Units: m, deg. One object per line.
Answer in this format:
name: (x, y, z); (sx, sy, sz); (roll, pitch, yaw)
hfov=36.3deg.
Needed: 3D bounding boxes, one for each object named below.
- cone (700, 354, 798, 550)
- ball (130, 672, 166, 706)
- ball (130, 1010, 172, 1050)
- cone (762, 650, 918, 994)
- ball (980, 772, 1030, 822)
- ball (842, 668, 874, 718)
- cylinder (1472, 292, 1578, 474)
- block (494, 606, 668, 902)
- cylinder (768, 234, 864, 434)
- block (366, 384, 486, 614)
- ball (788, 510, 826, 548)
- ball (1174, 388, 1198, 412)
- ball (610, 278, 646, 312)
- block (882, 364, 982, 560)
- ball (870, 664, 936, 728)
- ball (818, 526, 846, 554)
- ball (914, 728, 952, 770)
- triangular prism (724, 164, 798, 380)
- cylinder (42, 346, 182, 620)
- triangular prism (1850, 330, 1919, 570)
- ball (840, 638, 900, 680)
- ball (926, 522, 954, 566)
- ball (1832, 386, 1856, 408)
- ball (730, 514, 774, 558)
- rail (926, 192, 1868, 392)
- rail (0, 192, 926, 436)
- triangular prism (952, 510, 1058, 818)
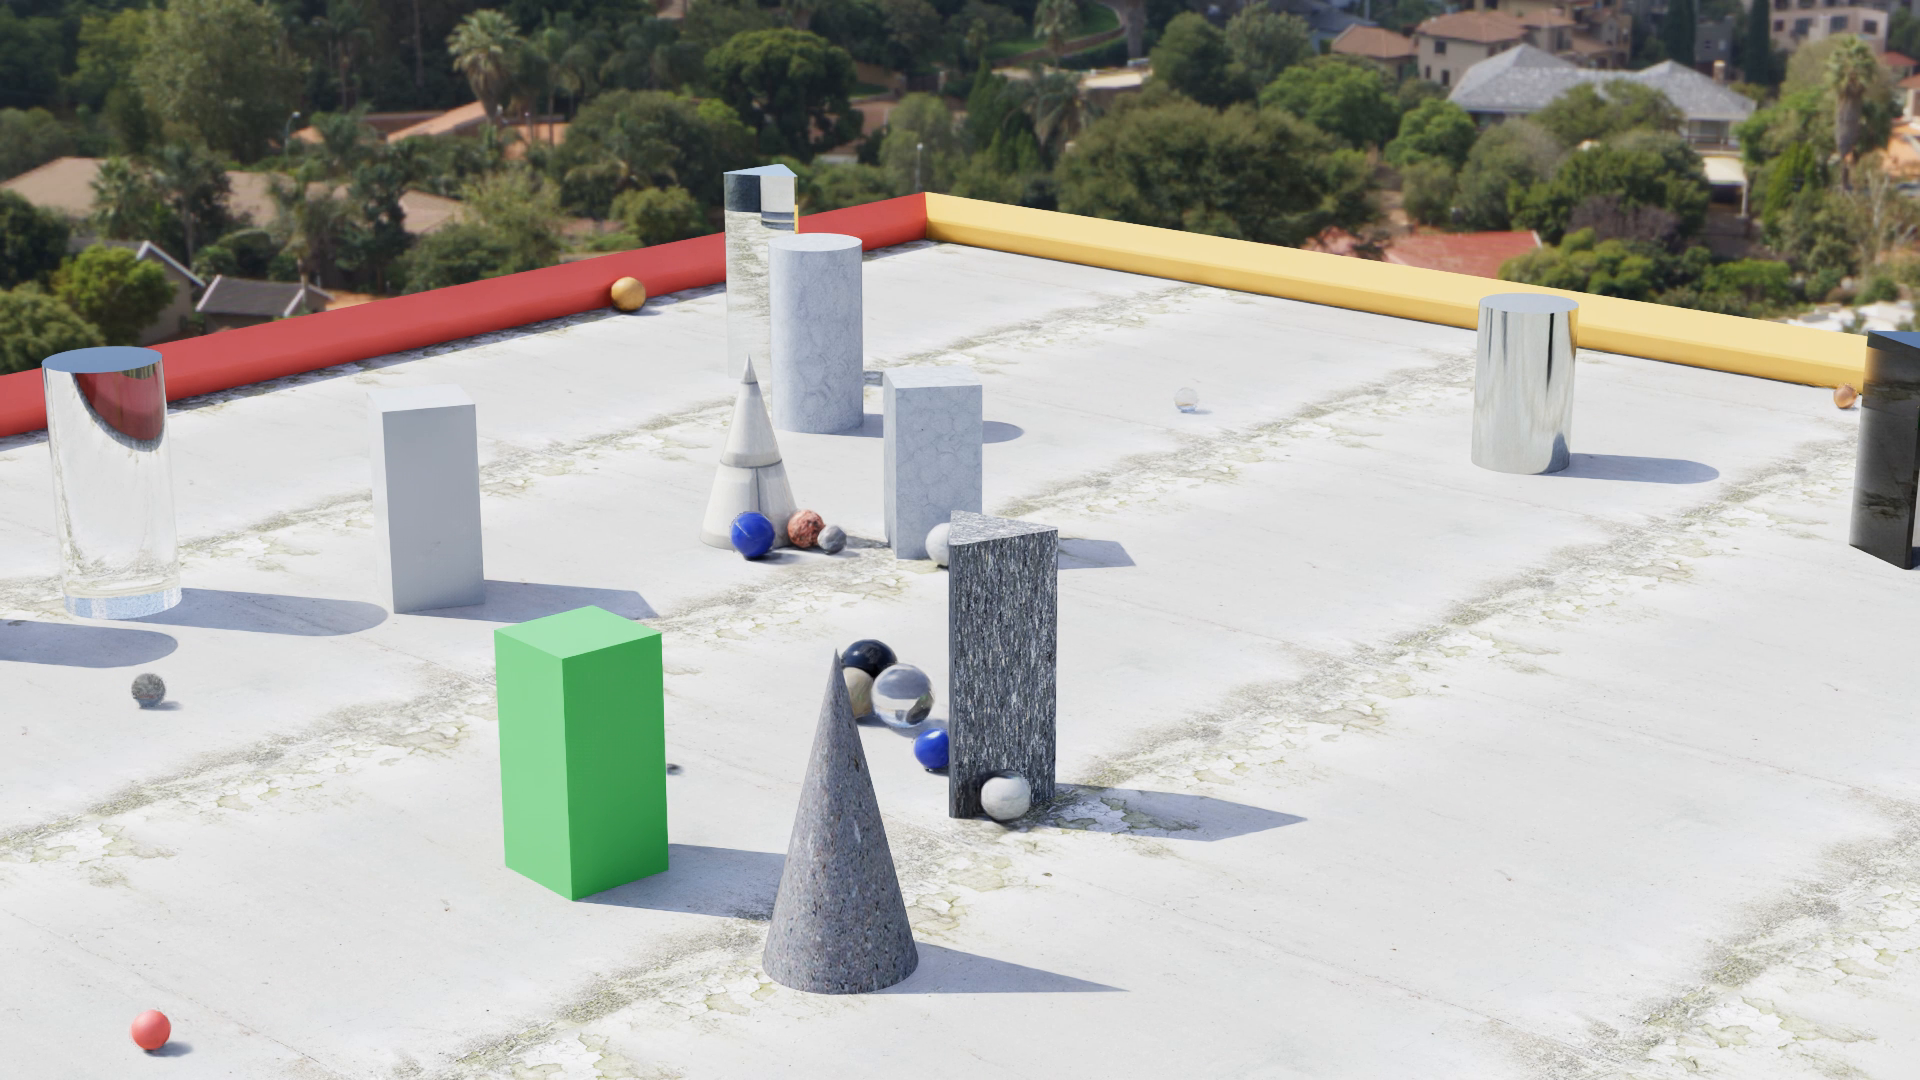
cone: (-0.388, -0.176, 5.427); (0.198, 0.353, 0.198); (0, 17, 0)
ball: (-1.270, 0.233, 4.588); (0.053, 0.053, 0.053); (0, 17, 0)
ball: (-0.954, 0.577, 3.457); (0.046, 0.046, 0.046); (0, 17, 0)
cone: (-0.151, 0.329, 3.634); (0.198, 0.419, 0.198); (0, 17, 0)
ball: (0.064, 0.361, 4.133); (0.070, 0.070, 0.070); (0, 17, 0)
ball: (-0.168, 0.237, 4.529); (0.080, 0.080, 0.080); (0, 17, 0)
cylinder: (1.143, -0.318, 5.936); (0.198, 0.330, 0.198); (0, 17, 0)
block: (-0.506, 0.283, 3.928); (0.158, 0.338, 0.158); (-14, 22, -40)
cylinder: (-0.305, -0.441, 6.237); (0.198, 0.392, 0.198); (0, 17, 0)
block: (-0.926, -0.074, 5.079); (0.158, 0.357, 0.158); (-6, 18, -20)
ball: (-0.283, -0.020, 5.399); (0.070, 0.070, 0.070); (0, 17, 0)
ball: (0.492, -0.305, 6.374); (0.053, 0.053, 0.053); (0, 17, 0)
ball: (-0.832, -0.615, 7.344); (0.087, 0.087, 0.087); (0, 17, 0)
block: (-0.051, -0.145, 5.379); (0.158, 0.320, 0.158); (-3, 17, -9)
ball: (-0.088, 0.239, 4.489); (0.099, 0.099, 0.099); (0, 17, 0)
ball: (-0.235, -0.001, 5.367); (0.051, 0.051, 0.051); (0, 17, 0)
ball: (-0.039, 0.308, 4.327); (0.060, 0.060, 0.060); (0, 17, 0)
triangular prism: (-0.426, -0.609, 6.660); (0.171, 0.469, 0.148); (5, 17, 15)
cylinder: (-1.455, -0.100, 5.036); (0.198, 0.431, 0.198); (0, 17, 0)
triangular prism: (1.702, -0.172, 5.323); (0.148, 0.404, 0.171); (14, 22, 38)
ball: (-0.143, 0.204, 4.608); (0.098, 0.098, 0.098); (0, 17, 0)
ball: (-0.023, 0.008, 5.289); (0.079, 0.079, 0.079); (0, 17, 0)
ball: (1.930, -0.311, 6.399); (0.051, 0.051, 0.051); (0, 17, 0)
ball: (-0.378, -0.008, 5.341); (0.081, 0.081, 0.081); (0, 17, 0)
rail: (1.572, -0.490, 6.854); (4.465, 0.129, 0.045); (14, 22, 39)
rail: (-1.668, -0.386, 6.506); (0.045, 0.129, 4.844); (14, 22, 39)
triangular prism: (0.028, 0.170, 4.191); (0.171, 0.404, 0.148); (-9, 19, -27)
